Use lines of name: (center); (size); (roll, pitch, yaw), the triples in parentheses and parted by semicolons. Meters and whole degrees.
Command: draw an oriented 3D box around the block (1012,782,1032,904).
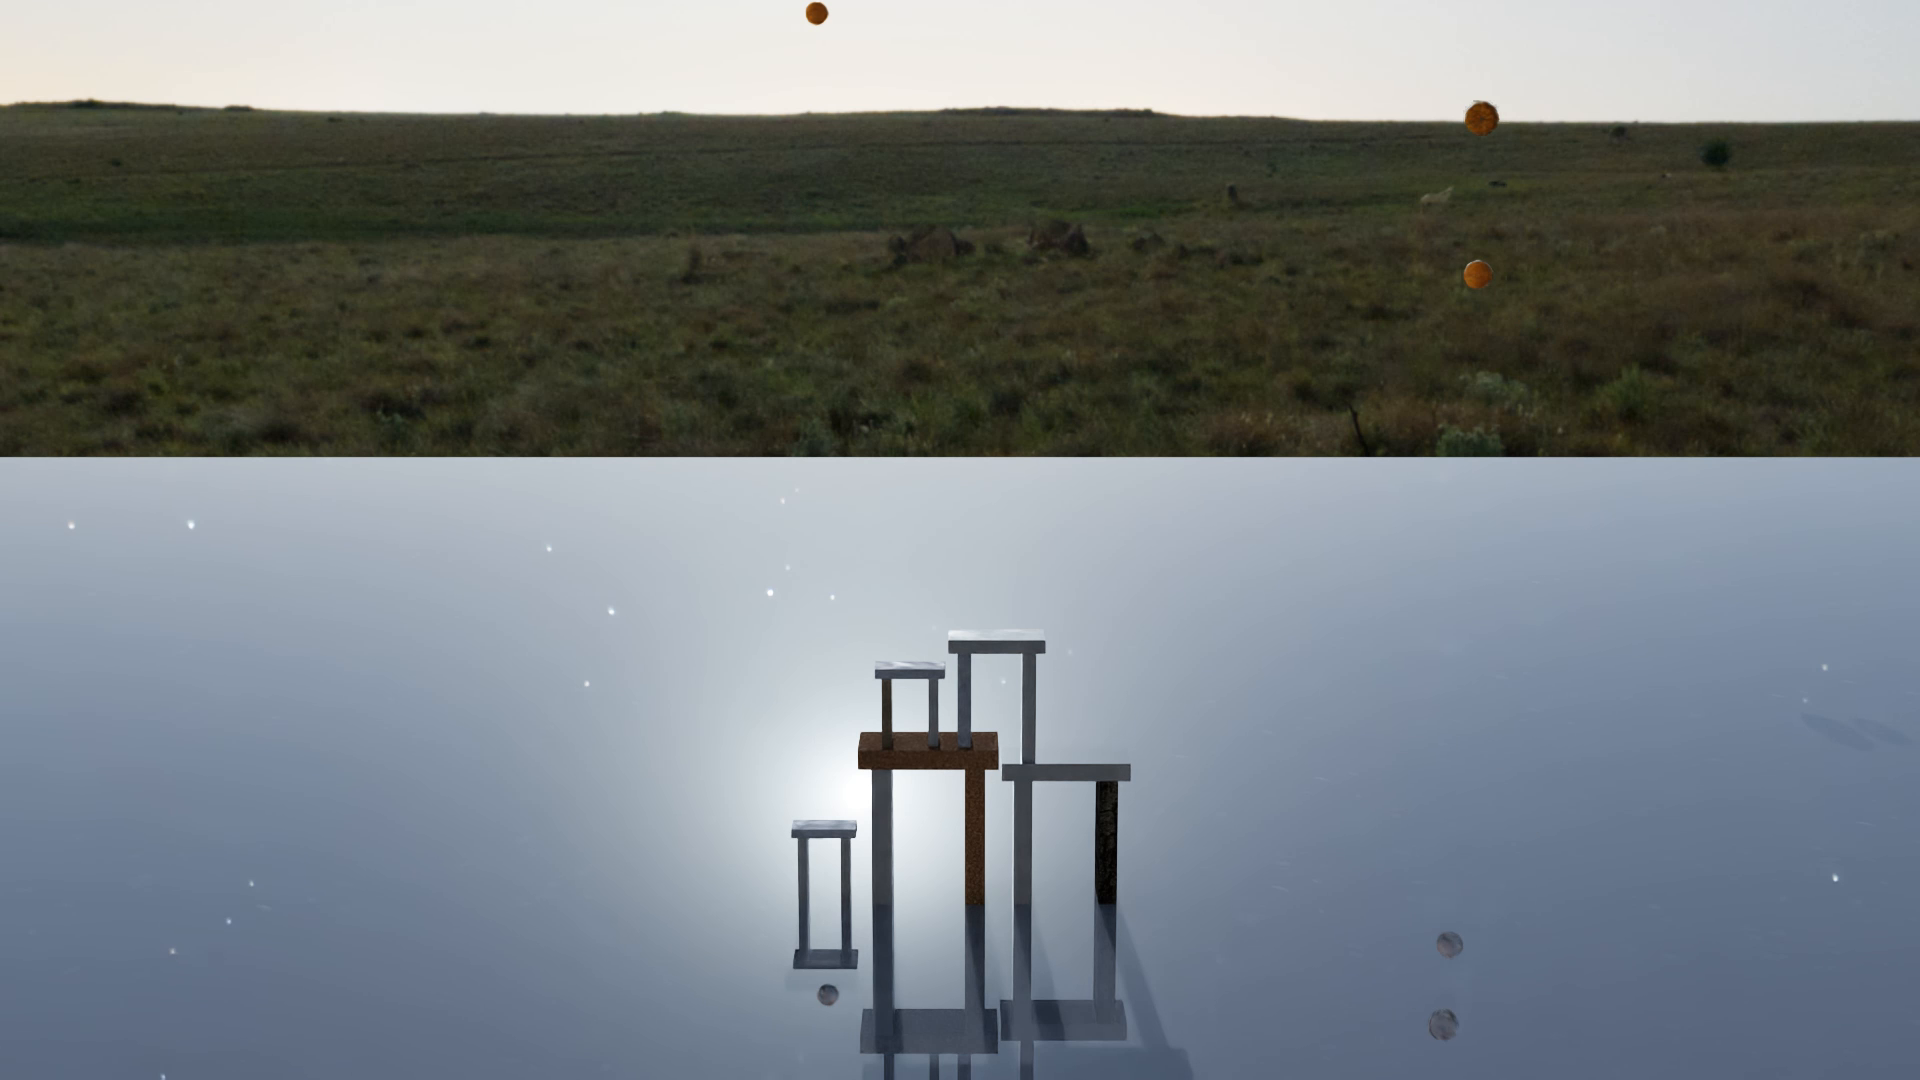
block: (0.103, 0.487, 3.652); (0.030, 0.210, 0.105); (0, 11, 0)

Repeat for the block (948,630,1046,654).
block: (0.060, 0.166, 3.594); (0.157, 0.022, 0.079); (0, 11, 0)

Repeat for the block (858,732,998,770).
block: (-0.052, 0.347, 3.629); (0.230, 0.033, 0.115); (0, 11, 0)

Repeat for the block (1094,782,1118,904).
block: (0.243, 0.487, 3.652); (0.030, 0.210, 0.105); (0, 11, 0)

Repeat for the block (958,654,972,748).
block: (0.007, 0.254, 3.610); (0.022, 0.158, 0.079); (0, 11, 0)

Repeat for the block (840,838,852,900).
block: (-0.189, 0.539, 3.655); (0.015, 0.106, 0.053); (0, 11, 0)

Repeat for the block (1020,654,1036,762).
block: (0.112, 0.265, 3.612); (0.022, 0.180, 0.079); (0, 11, 0)

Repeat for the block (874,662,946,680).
block: (-0.081, 0.213, 3.596); (0.114, 0.016, 0.057); (0, 11, 0)

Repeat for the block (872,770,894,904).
block: (-0.128, 0.476, 3.653); (0.033, 0.230, 0.115); (0, 11, 0)

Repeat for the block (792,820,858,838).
block: (-0.225, 0.479, 3.644); (0.106, 0.015, 0.053); (0, 11, 0)

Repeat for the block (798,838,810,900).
block: (-0.260, 0.539, 3.655); (0.015, 0.106, 0.053); (0, 11, 0)

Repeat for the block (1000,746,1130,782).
block: (0.173, 0.369, 3.630); (0.210, 0.030, 0.105); (0, 11, 0)

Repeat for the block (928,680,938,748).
block: (-0.043, 0.277, 3.608); (0.016, 0.114, 0.057); (0, 11, 0)

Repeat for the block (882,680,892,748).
block: (-0.119, 0.277, 3.608); (0.016, 0.114, 0.057); (0, 11, 0)

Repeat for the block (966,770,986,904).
block: (0.025, 0.476, 3.653); (0.033, 0.230, 0.115); (0, 11, 0)
